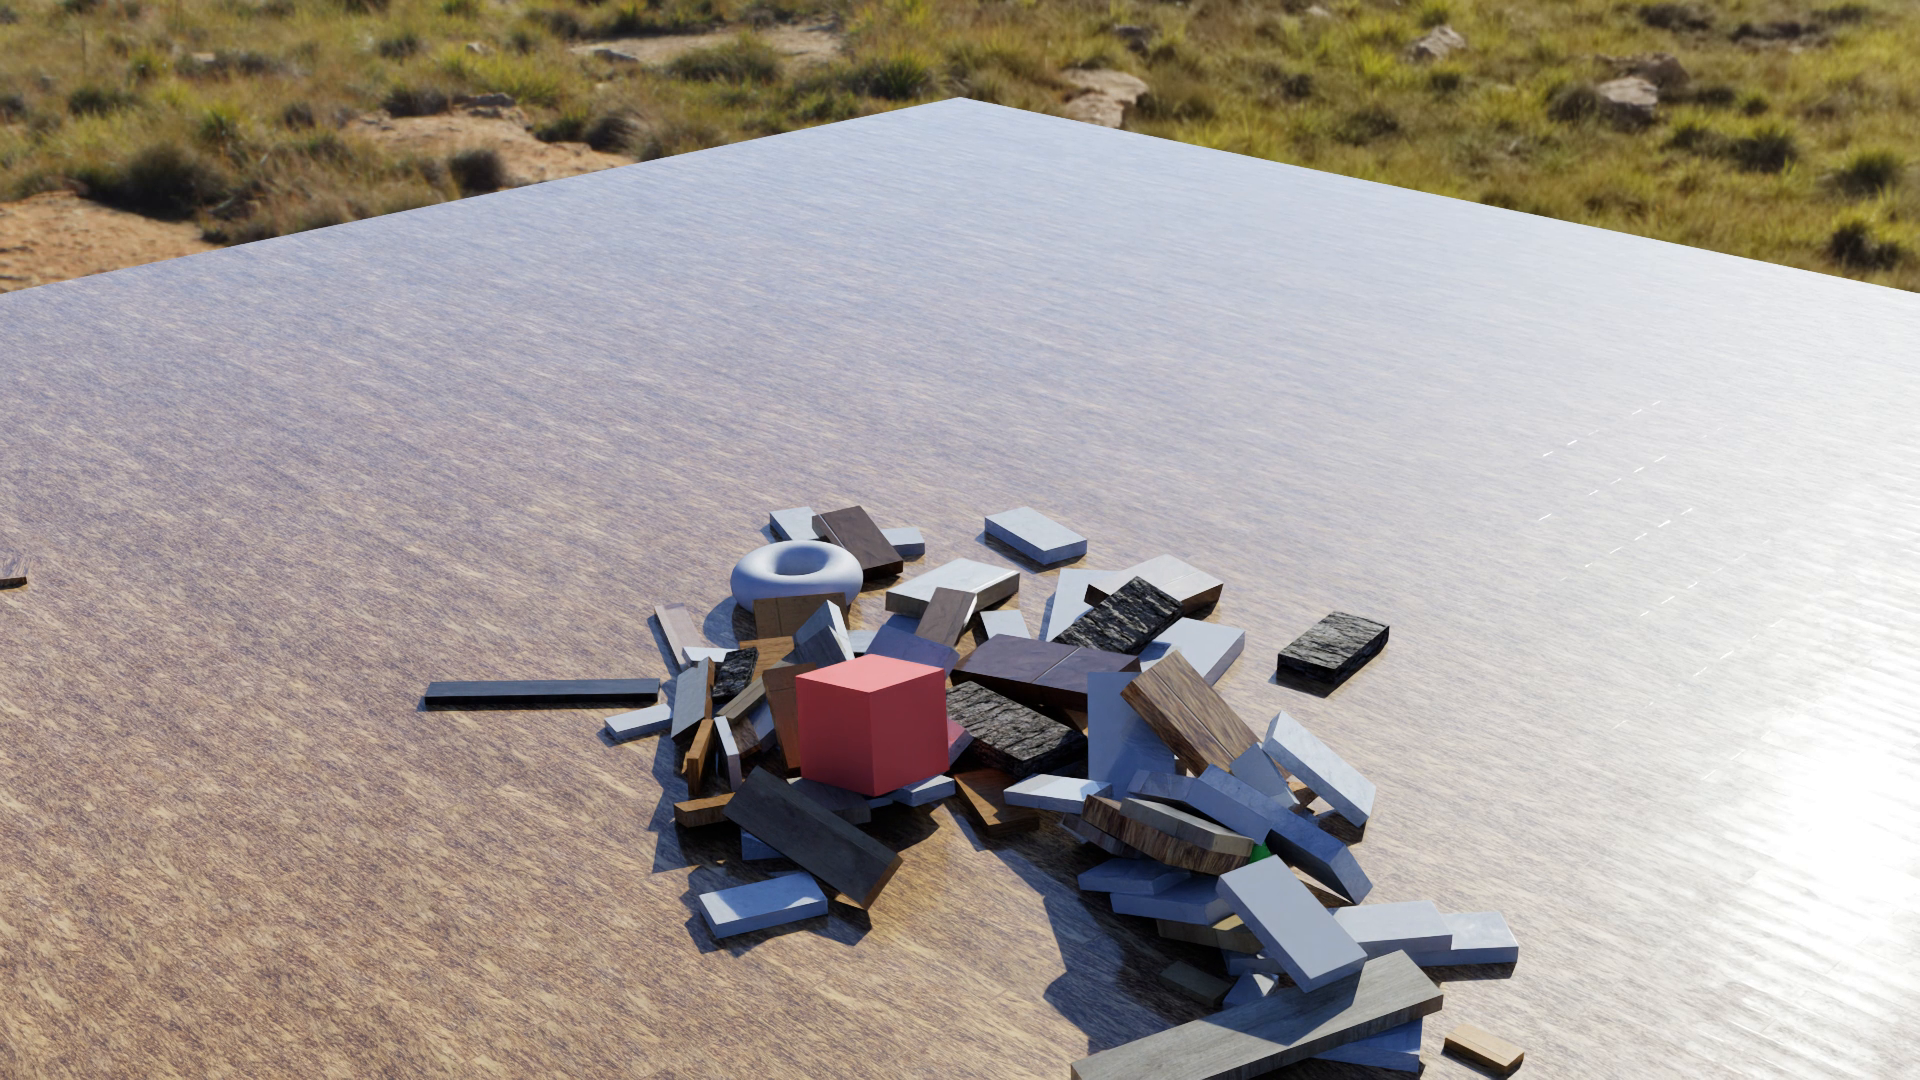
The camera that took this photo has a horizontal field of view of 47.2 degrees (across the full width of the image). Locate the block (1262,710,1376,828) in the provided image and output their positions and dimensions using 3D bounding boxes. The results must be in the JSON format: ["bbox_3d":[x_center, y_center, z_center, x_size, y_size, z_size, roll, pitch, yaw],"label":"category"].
[{"bbox_3d":[0.727,0.461,4.445,0.252,0.036,0.126,39,28,-2],"label":"block"}]

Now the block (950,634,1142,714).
[{"bbox_3d":[0.186,0.293,4.873,0.416,0.050,0.175,7,30,43],"label":"block"}]

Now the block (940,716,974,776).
[{"bbox_3d":[-0.130,0.392,4.701,0.129,0.037,0.371,-49,40,-11],"label":"block"}]

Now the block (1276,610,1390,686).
[{"bbox_3d":[0.871,0.249,5.122,0.144,0.041,0.288,15,27,32],"label":"block"}]

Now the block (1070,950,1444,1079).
[{"bbox_3d":[0.501,0.830,3.678,0.642,0.036,0.126,-14,32,-20],"label":"block"}]

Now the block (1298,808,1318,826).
[{"bbox_3d":[0.630,0.568,4.394,0.155,0.022,0.077,-12,26,-25],"label":"block"}]

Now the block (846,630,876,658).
[{"bbox_3d":[-0.264,0.247,5.054,0.242,0.034,0.121,1,21,40],"label":"block"}]

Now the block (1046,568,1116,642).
[{"bbox_3d":[0.309,0.183,5.266,0.173,0.049,0.444,3,23,7],"label":"block"}]

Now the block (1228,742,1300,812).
[{"bbox_3d":[0.606,0.487,4.381,0.022,0.077,0.155,22,31,-50],"label":"block"}]

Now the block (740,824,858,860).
[{"bbox_3d":[-0.318,0.582,4.349,0.229,0.032,0.114,-3,23,-7],"label":"block"}]

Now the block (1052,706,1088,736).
[{"bbox_3d":[0.313,0.364,4.754,0.172,0.049,0.345,-18,22,-10],"label":"block"}]

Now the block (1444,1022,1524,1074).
[{"bbox_3d":[0.886,0.858,3.716,0.118,0.017,0.059,21,31,40],"label":"block"}]

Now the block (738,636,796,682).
[{"bbox_3d":[-0.411,0.320,4.895,0.121,0.034,0.303,-6,34,-11],"label":"block"}]

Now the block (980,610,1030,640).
[{"bbox_3d":[0.109,0.220,5.207,0.097,0.027,0.194,-3,23,-7],"label":"block"}]

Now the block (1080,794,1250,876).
[{"bbox_3d":[0.385,0.562,4.170,0.173,0.049,0.346,16,1,-24],"label":"block"}]

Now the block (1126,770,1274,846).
[{"bbox_3d":[0.453,0.509,4.207,0.172,0.049,0.345,31,-10,-10],"label":"block"}]

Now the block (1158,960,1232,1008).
[{"bbox_3d":[0.416,0.785,3.889,0.118,0.017,0.059,19,29,37],"label":"block"}]

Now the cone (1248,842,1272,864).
[{"bbox_3d":[0.558,0.611,4.130,0.149,0.149,0.149,0,23,0],"label":"cone"}]

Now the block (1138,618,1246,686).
[{"bbox_3d":[0.512,0.278,5.042,0.173,0.049,0.346,11,25,24],"label":"block"}]

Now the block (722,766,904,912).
[{"bbox_3d":[-0.288,0.570,4.234,0.389,0.033,0.117,27,72,35],"label":"block"}]

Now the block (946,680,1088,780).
[{"bbox_3d":[0.076,0.403,4.674,0.173,0.049,0.394,-17,24,-34],"label":"block"}]

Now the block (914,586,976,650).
[{"bbox_3d":[-0.051,0.220,5.028,0.097,0.027,0.363,9,32,10],"label":"block"}]

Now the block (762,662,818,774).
[{"bbox_3d":[-0.337,0.376,4.655,0.114,0.032,0.229,-8,64,-19],"label":"block"}]

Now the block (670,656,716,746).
[{"bbox_3d":[-0.584,0.350,4.820,0.086,0.024,0.345,-33,18,7],"label":"block"}]

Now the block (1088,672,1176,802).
[{"bbox_3d":[0.351,0.423,4.519,0.175,0.050,0.351,0,47,2],"label":"block"}]

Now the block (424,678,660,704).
[{"bbox_3d":[-0.934,0.340,4.933,0.516,0.021,0.073,-1,23,-2],"label":"block"}]

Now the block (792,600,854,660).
[{"bbox_3d":[-0.305,0.259,4.934,0.037,0.129,0.258,34,19,-31],"label":"block"}]

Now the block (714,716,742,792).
[{"bbox_3d":[-0.484,0.446,4.598,0.024,0.086,0.172,-9,24,-12],"label":"block"}]

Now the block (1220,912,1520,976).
[{"bbox_3d":[0.739,0.732,3.994,0.526,0.033,0.116,-2,23,-4],"label":"block"}]

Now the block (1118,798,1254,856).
[{"bbox_3d":[0.417,0.530,4.062,0.116,0.033,0.231,15,1,-44],"label":"block"}]

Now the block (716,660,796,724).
[{"bbox_3d":[-0.437,0.328,4.753,0.054,0.015,0.207,12,40,39],"label":"block"}]

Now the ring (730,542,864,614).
[{"bbox_3d":[-0.400,0.097,5.394,0.326,0.109,0.326,-1,23,1],"label":"ring"}]

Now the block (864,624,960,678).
[{"bbox_3d":[-0.115,0.269,4.853,0.234,0.033,0.117,16,69,45],"label":"block"}]

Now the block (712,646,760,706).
[{"bbox_3d":[-0.492,0.298,4.828,0.073,0.021,0.147,-12,38,19],"label":"block"}]

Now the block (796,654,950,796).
[{"bbox_3d":[-0.178,0.374,4.483,0.215,0.215,0.215,8,16,43],"label":"block"}]

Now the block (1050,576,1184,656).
[{"bbox_3d":[0.350,0.213,5.056,0.144,0.041,0.335,32,52,33],"label":"block"}]
